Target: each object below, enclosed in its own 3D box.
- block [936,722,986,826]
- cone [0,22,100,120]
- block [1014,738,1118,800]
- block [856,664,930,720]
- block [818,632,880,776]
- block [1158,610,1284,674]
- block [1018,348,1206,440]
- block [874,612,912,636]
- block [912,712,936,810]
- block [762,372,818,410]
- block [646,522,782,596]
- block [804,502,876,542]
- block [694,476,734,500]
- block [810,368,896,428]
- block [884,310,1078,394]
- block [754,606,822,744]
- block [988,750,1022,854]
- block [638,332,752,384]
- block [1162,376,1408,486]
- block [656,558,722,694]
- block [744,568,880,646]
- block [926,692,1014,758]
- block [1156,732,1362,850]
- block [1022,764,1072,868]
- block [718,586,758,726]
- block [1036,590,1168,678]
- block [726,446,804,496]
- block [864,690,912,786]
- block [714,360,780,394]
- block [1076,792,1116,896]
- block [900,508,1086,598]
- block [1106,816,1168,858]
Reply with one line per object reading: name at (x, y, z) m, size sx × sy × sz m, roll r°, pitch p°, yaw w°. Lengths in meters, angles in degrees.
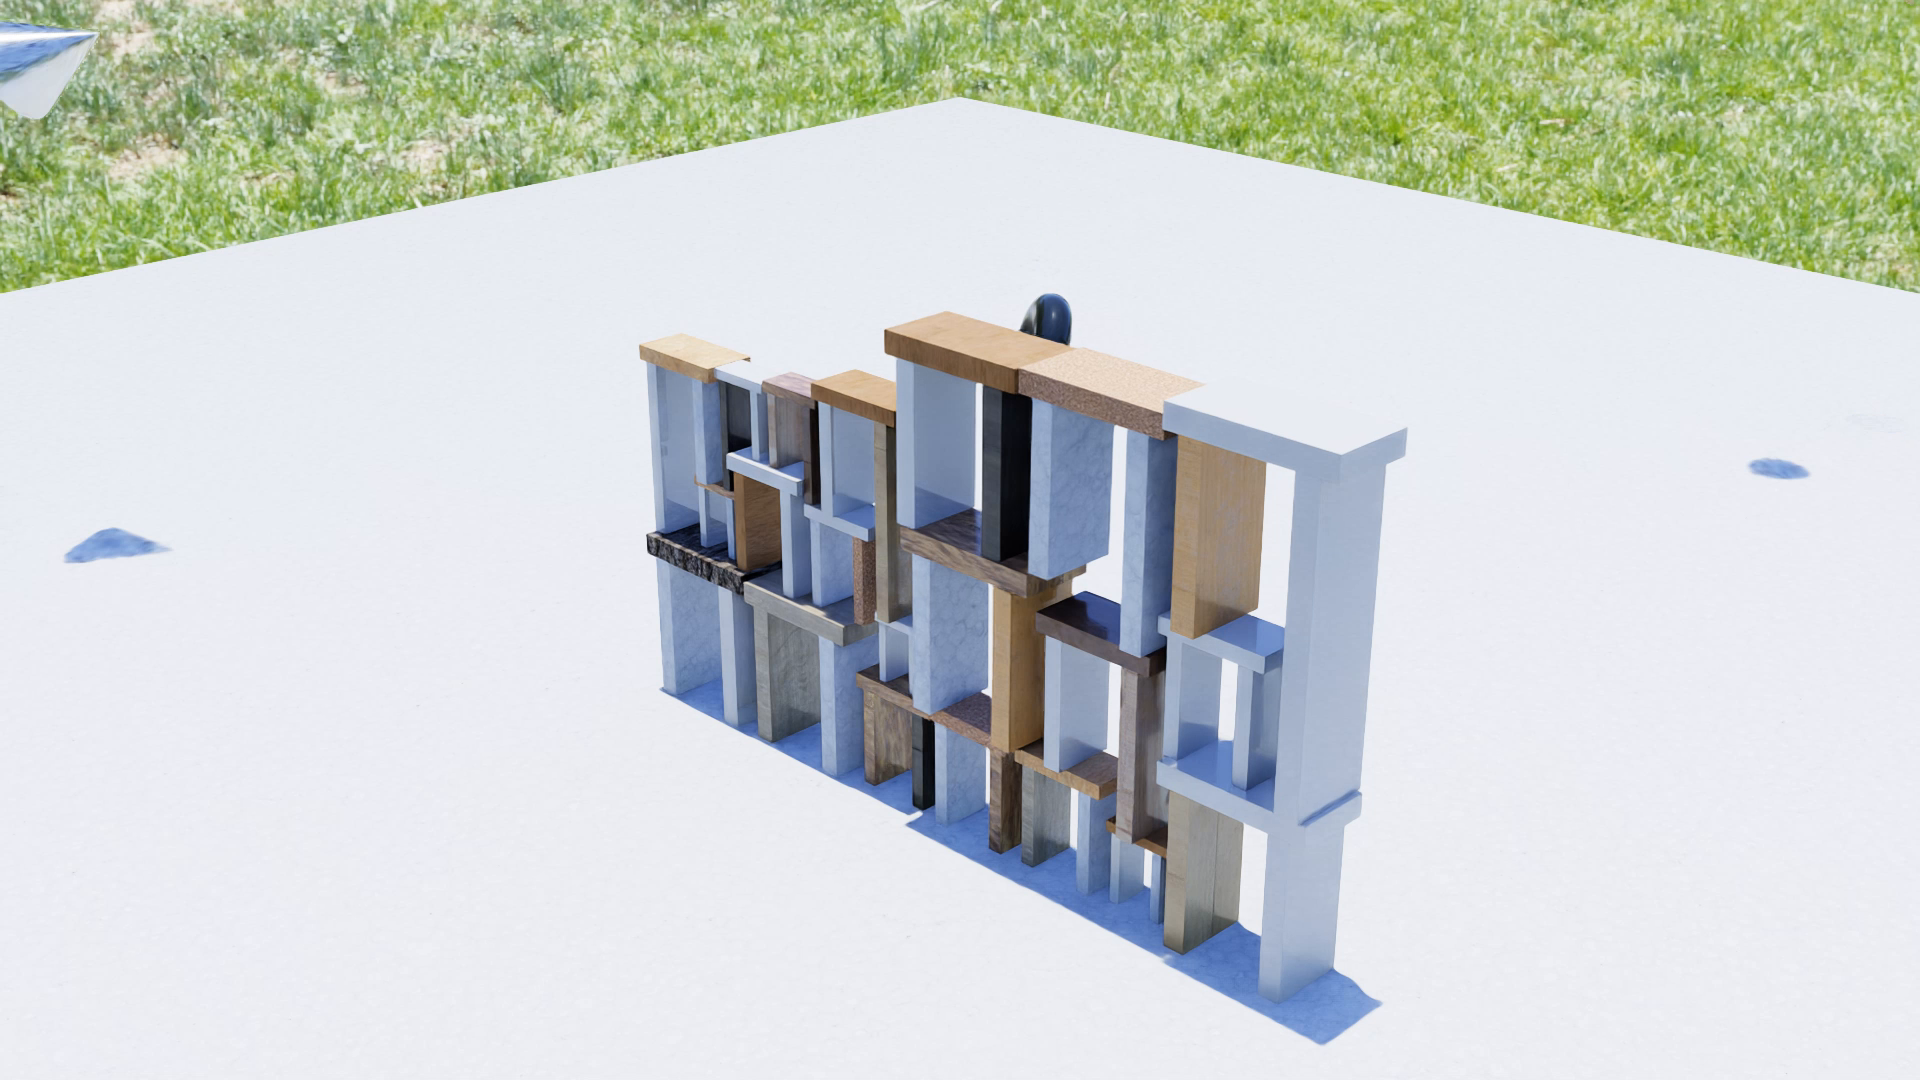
block at (0.002, 0.451, 4.410) m, size 0.032 × 0.226 × 0.113 m, roll 21°, pitch 31°, yaw 41°
cone at (-2.176, -1.178, 5.305) m, size 0.250 × 0.250 × 0.250 m, roll -18°, pitch 19°, yaw 15°
block at (0.219, 0.424, 4.171) m, size 0.215 × 0.030 × 0.108 m, roll 21°, pitch 31°, yaw 41°
block at (-0.099, 0.300, 4.466) m, size 0.214 × 0.030 × 0.107 m, roll 21°, pitch 31°, yaw 41°
block at (-0.218, 0.324, 4.598) m, size 0.044 × 0.311 × 0.156 m, roll 21°, pitch 31°, yaw 41°
block at (0.468, 0.162, 3.792) m, size 0.232 × 0.033 × 0.116 m, roll 21°, pitch 31°, yaw 41°
block at (0.281, -0.257, 3.820) m, size 0.168 × 0.048 × 0.336 m, roll -21°, pitch 31°, yaw -40°
block at (-0.103, 0.161, 4.399) m, size 0.130 × 0.018 × 0.065 m, roll 21°, pitch 31°, yaw 41°
block at (-0.048, 0.432, 4.467) m, size 0.030 × 0.214 × 0.107 m, roll 21°, pitch 31°, yaw 41°
block at (-0.317, -0.302, 4.437) m, size 0.160 × 0.023 × 0.080 m, roll 21°, pitch 31°, yaw 41°
block at (-0.520, 0.030, 4.801) m, size 0.324 × 0.046 × 0.162 m, roll 21°, pitch 31°, yaw 41°
block at (-0.216, -0.048, 4.441) m, size 0.191 × 0.027 × 0.095 m, roll 21°, pitch 31°, yaw 41°
block at (-0.499, -0.120, 4.714) m, size 0.070 × 0.020 × 0.139 m, roll -21°, pitch 31°, yaw -41°
block at (-0.168, -0.278, 4.295) m, size 0.238 × 0.034 × 0.119 m, roll 21°, pitch 31°, yaw 41°
block at (0.036, -0.347, 4.040) m, size 0.333 × 0.047 × 0.166 m, roll 21°, pitch 31°, yaw 40°
block at (-0.365, 0.267, 4.734) m, size 0.044 × 0.311 × 0.156 m, roll 21°, pitch 31°, yaw 41°
block at (0.108, 0.492, 4.311) m, size 0.032 × 0.226 × 0.113 m, roll 21°, pitch 31°, yaw 40°
block at (-0.565, -0.388, 4.681) m, size 0.233 × 0.033 × 0.117 m, roll 21°, pitch 31°, yaw 41°
block at (0.526, -0.182, 3.580) m, size 0.179 × 0.051 × 0.358 m, roll -21°, pitch 31°, yaw -41°
block at (-0.596, 0.171, 4.944) m, size 0.046 × 0.324 × 0.162 m, roll 21°, pitch 31°, yaw 41°
block at (-0.292, 0.132, 4.597) m, size 0.311 × 0.044 × 0.156 m, roll 21°, pitch 31°, yaw 41°
block at (0.051, 0.354, 4.308) m, size 0.113 × 0.032 × 0.226 m, roll -20°, pitch 30°, yaw -39°
block at (0.521, 0.434, 3.847) m, size 0.325 × 0.046 × 0.162 m, roll 21°, pitch 31°, yaw 41°
block at (0.168, 0.517, 4.266) m, size 0.030 × 0.215 × 0.108 m, roll 21°, pitch 31°, yaw 41°
block at (-0.444, 0.230, 4.803) m, size 0.046 × 0.324 × 0.162 m, roll 21°, pitch 31°, yaw 41°
block at (0.283, 0.168, 3.988) m, size 0.273 × 0.039 × 0.136 m, roll 21°, pitch 31°, yaw 40°
block at (-0.370, -0.149, 4.556) m, size 0.222 × 0.031 × 0.111 m, roll 21°, pitch 31°, yaw 41°
block at (-0.149, 0.393, 4.560) m, size 0.030 × 0.214 × 0.107 m, roll 21°, pitch 31°, yaw 41°
block at (-0.431, -0.337, 4.545) m, size 0.151 × 0.021 × 0.076 m, roll 21°, pitch 31°, yaw 40°
block at (0.269, 0.557, 4.173) m, size 0.030 × 0.215 × 0.108 m, roll 21°, pitch 31°, yaw 41°
block at (0.061, 0.017, 4.154) m, size 0.330 × 0.047 × 0.165 m, roll 21°, pitch 31°, yaw 40°
block at (0.351, 0.542, 4.079) m, size 0.148 × 0.021 × 0.074 m, roll 21°, pitch 31°, yaw 41°
